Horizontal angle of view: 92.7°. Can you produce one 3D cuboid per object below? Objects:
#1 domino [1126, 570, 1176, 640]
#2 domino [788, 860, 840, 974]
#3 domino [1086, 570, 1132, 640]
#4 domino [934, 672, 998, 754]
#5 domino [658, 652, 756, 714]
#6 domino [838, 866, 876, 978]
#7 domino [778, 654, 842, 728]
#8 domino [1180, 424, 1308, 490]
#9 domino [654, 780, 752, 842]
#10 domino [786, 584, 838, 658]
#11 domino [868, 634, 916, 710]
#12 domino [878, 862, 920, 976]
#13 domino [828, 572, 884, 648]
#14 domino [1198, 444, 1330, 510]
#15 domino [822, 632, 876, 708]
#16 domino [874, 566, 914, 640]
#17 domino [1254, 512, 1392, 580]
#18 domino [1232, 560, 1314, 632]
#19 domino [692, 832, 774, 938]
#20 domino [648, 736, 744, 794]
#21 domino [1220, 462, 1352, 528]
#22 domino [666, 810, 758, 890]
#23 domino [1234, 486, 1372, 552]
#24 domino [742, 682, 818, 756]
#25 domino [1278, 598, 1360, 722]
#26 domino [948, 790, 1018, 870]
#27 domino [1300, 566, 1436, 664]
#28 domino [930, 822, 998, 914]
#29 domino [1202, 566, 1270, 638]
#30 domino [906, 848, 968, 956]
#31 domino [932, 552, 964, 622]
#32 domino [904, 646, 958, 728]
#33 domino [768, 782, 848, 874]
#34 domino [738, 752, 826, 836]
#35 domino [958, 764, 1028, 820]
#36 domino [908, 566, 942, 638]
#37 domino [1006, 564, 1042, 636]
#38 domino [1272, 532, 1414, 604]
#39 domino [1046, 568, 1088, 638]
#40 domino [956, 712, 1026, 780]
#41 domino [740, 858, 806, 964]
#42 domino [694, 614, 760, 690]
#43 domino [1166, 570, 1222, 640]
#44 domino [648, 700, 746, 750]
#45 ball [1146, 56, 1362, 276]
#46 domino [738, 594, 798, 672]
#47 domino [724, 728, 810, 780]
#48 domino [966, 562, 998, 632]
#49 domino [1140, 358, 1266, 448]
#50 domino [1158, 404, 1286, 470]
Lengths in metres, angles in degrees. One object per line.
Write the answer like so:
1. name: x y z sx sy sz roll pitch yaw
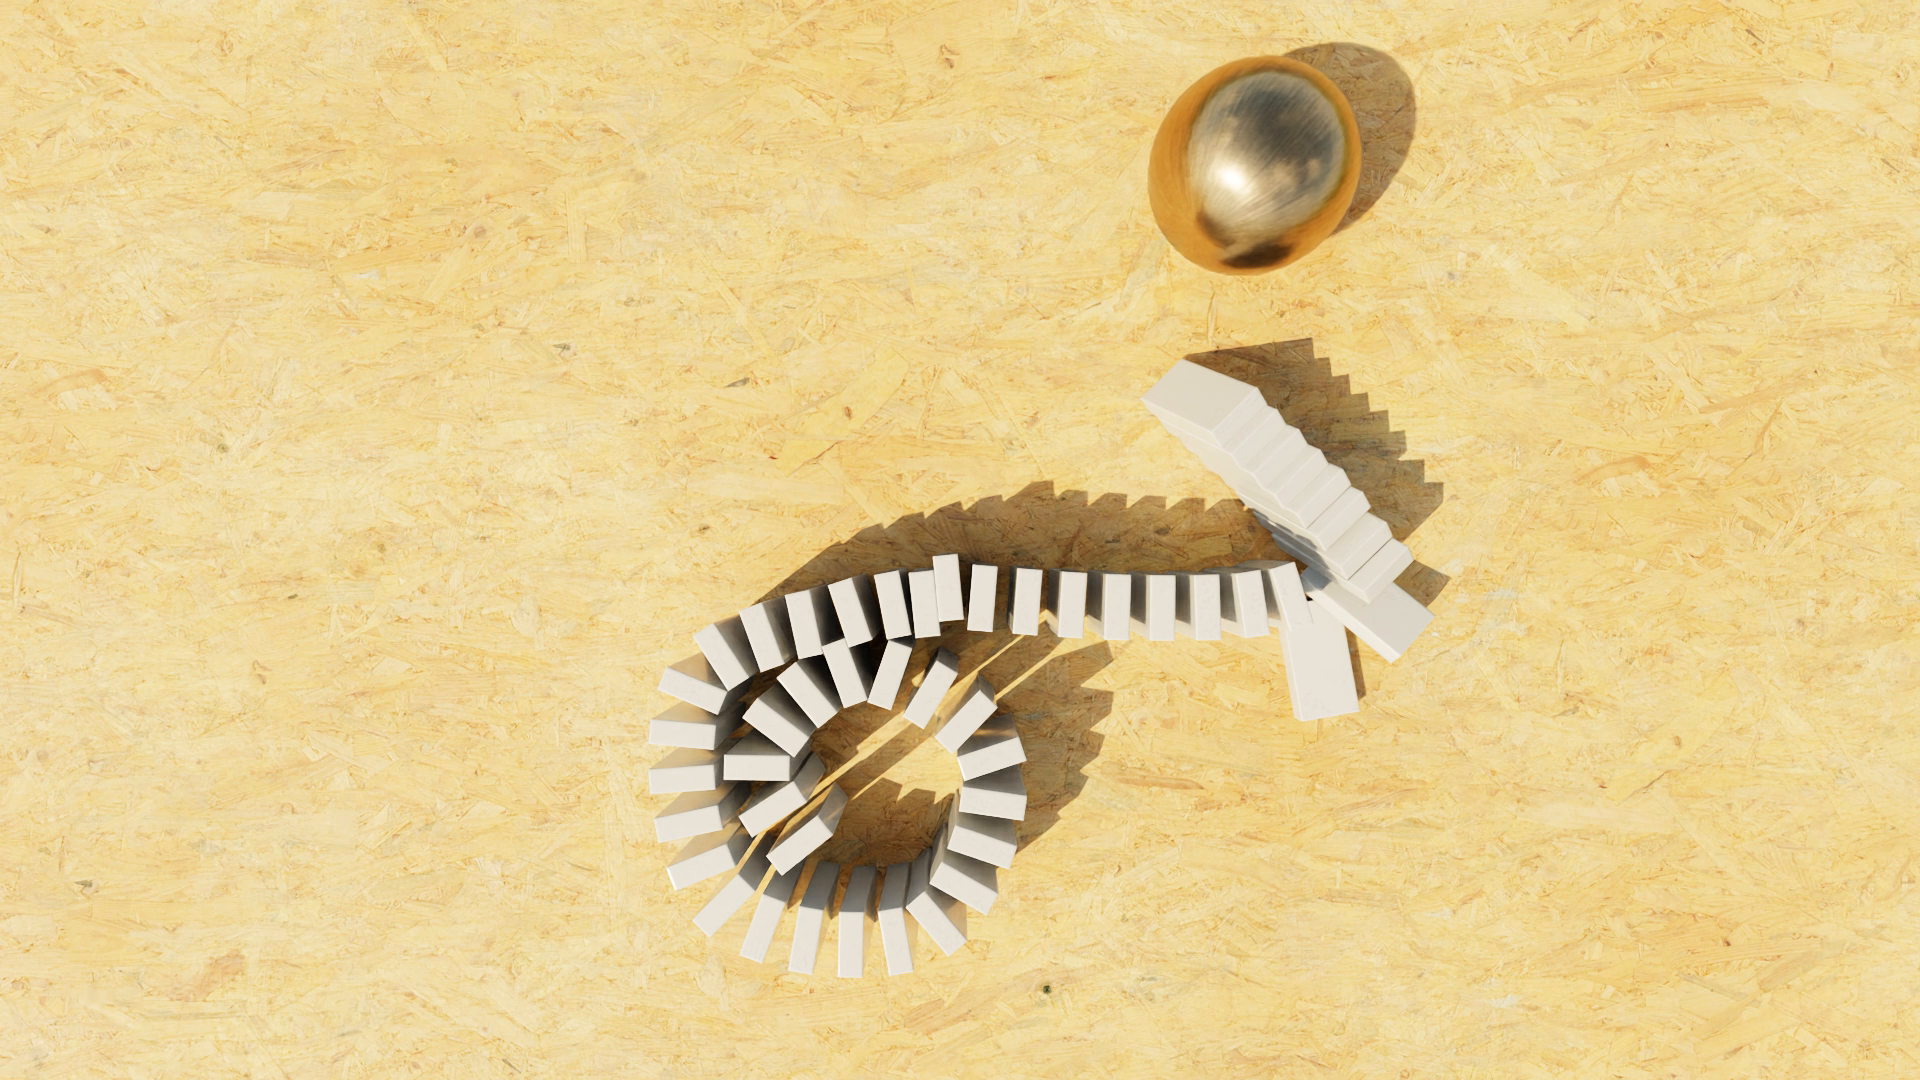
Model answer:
1. domino: 0.078 0.026 0.375 0.009 0.050 0.025 0 90 0
2. domino: -0.059 0.153 0.375 0.010 0.050 0.025 10 90 0
3. domino: 0.060 0.026 0.375 0.009 0.050 0.025 2 90 0
4. domino: 0.002 0.070 0.375 0.009 0.050 0.025 44 90 0
5. domino: -0.102 0.057 0.375 0.025 0.050 0.009 23 90 0
6. domino: -0.042 0.155 0.375 0.010 0.050 0.025 1 90 0
7. domino: -0.058 0.059 0.375 0.009 0.050 0.025 -40 90 0
8. domino: 0.115 -0.041 0.377 0.025 0.050 0.009 -44 123 0
9. domino: -0.104 0.109 0.375 0.025 0.050 0.010 -12 90 0
10. domino: -0.060 0.032 0.375 0.009 0.050 0.025 -12 90 0
11. domino: -0.027 0.052 0.375 0.010 0.050 0.025 19 90 0
12. domino: -0.025 0.153 0.375 0.010 0.050 0.025 -10 90 0
13. domino: -0.042 0.028 0.375 0.009 0.050 0.025 -18 90 0
14. domino: 0.123 -0.033 0.377 0.025 0.050 0.009 -44 123 0
15. domino: -0.044 0.051 0.375 0.009 0.050 0.025 -20 90 0
16. domino: -0.026 0.025 0.375 0.009 0.050 0.025 -11 90 0
17. domino: 0.148 -0.007 0.377 0.025 0.050 0.009 -44 129 0
18. domino: 0.127 0.022 0.375 0.010 0.050 0.025 -17 90 0
19. domino: -0.090 0.140 0.375 0.009 0.050 0.025 45 90 0
20. domino: -0.106 0.091 0.375 0.025 0.050 0.010 -4 90 0
21. domino: 0.132 -0.026 0.377 0.025 0.050 0.010 -44 123 0
22. domino: -0.099 0.125 0.375 0.025 0.050 0.010 -22 90 0
23. domino: 0.140 -0.017 0.377 0.025 0.050 0.009 -44 124 0
24. domino: -0.070 0.072 0.375 0.025 0.050 0.010 37 90 0
25. domino: 0.154 0.051 0.395 0.025 0.010 0.050 -10 90 0
26. domino: 0.009 0.117 0.375 0.025 0.050 0.010 19 90 0
27. domino: 0.169 0.025 0.385 0.025 0.009 0.050 -42 72 -16
28. domino: 0.002 0.133 0.375 0.025 0.050 0.010 29 90 0
29. domino: 0.112 0.024 0.375 0.010 0.050 0.025 -9 90 0
30. domino: -0.009 0.147 0.375 0.010 0.050 0.025 -41 90 0
31. domino: -0.004 0.018 0.375 0.009 0.050 0.025 -6 90 0
32. domino: -0.011 0.059 0.375 0.009 0.050 0.025 32 90 0
33. domino: -0.061 0.117 0.375 0.025 0.050 0.009 -39 90 0
34. domino: -0.071 0.103 0.375 0.025 0.050 0.009 -33 90 0
35. domino: 0.013 0.101 0.375 0.025 0.050 0.010 8 90 0
36. domino: -0.014 0.024 0.375 0.010 0.050 0.025 -6 90 0
37. domino: 0.026 0.024 0.375 0.010 0.050 0.025 4 90 0
38. domino: 0.156 0.003 0.378 0.025 0.050 0.009 -45 130 -1
39. domino: 0.043 0.025 0.375 0.009 0.050 0.025 4 90 0
40. domino: 0.012 0.084 0.375 0.025 0.050 0.009 -18 90 0
41. domino: -0.075 0.149 0.375 0.009 0.050 0.025 21 90 0
42. domino: -0.091 0.045 0.375 0.009 0.050 0.025 -33 90 0
43. domino: 0.095 0.026 0.375 0.010 0.050 0.025 -2 90 0
44. domino: -0.106 0.074 0.375 0.025 0.050 0.010 5 90 0
45. ball: 0.114 -0.145 0.360 0.080 0.080 0.080 0 90 0
46. domino: -0.076 0.037 0.375 0.010 0.050 0.025 -20 90 0
47. domino: -0.078 0.087 0.375 0.025 0.050 0.010 1 90 0
48. domino: 0.009 0.022 0.375 0.009 0.050 0.025 5 90 0
49. domino: 0.099 -0.057 0.377 0.025 0.050 0.009 -44 123 0
50. domino: 0.107 -0.049 0.377 0.025 0.050 0.010 -44 123 0
